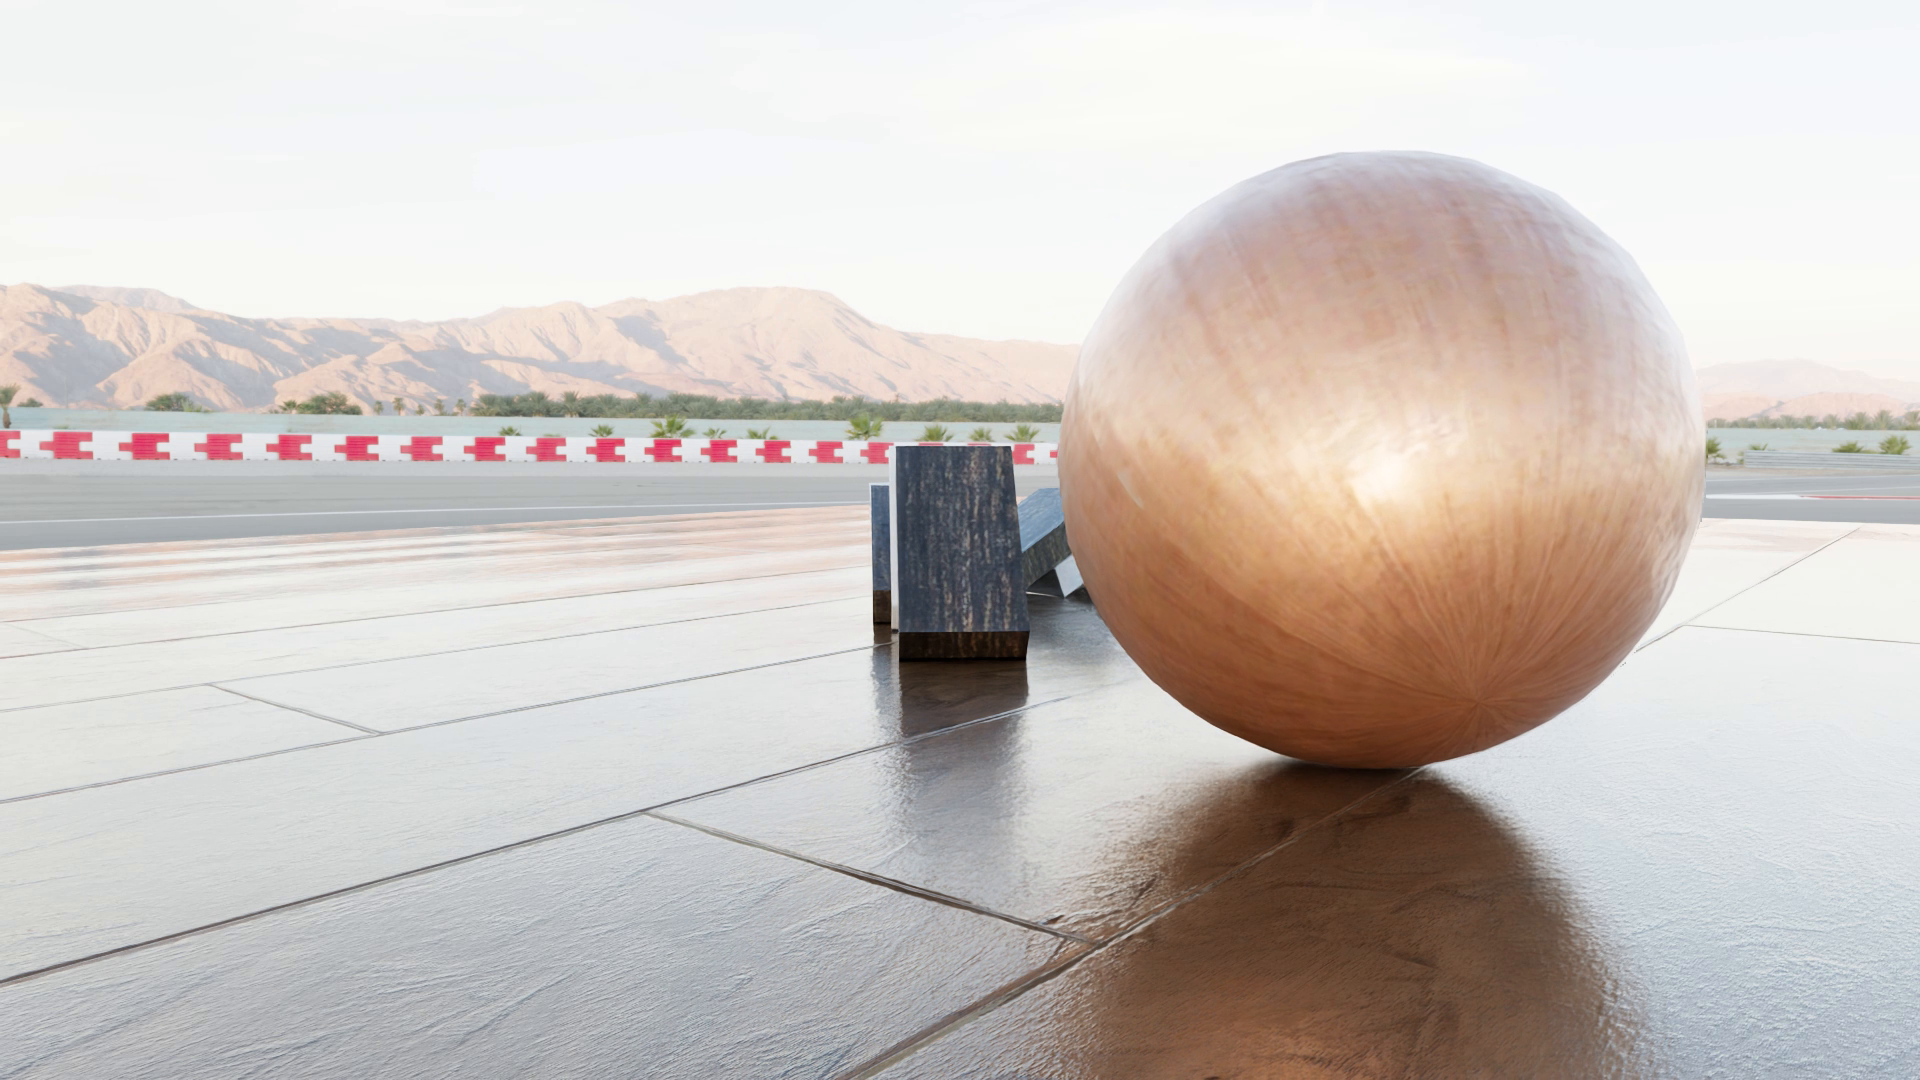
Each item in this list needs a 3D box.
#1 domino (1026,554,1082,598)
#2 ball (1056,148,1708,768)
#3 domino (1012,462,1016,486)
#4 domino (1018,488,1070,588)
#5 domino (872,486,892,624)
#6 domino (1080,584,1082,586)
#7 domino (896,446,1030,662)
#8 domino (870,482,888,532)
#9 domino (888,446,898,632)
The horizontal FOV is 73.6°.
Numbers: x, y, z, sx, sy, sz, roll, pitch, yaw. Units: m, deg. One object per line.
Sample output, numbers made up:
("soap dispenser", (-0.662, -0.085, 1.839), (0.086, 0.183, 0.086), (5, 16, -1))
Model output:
("domino", (0.036, -0.001, 0.377), (0.050, 0.009, 0.025), (-35, 25, -34))
("ball", (0.053, -0.010, 0.170), (0.080, 0.080, 0.080), (0, 4, 0))
("domino", (0.001, 0.000, 0.292), (0.025, 0.010, 0.050), (0, 49, -3))
("domino", (0.018, 0.001, 0.361), (0.025, 0.010, 0.050), (4, 31, 45))
("domino", (-0.010, 0.003, 0.323), (0.025, 0.010, 0.050), (0, 32, -4))
("domino", (0.056, -0.002, 0.391), (0.050, 0.009, 0.025), (-36, 27, -34))
("domino", (0.000, 0.002, 0.265), (0.025, 0.010, 0.050), (0, 49, -4))
("domino", (-0.011, 0.001, 0.344), (0.025, 0.009, 0.050), (-2, 32, -6))
("domino", (-0.004, -0.001, 0.305), (0.025, 0.050, 0.009), (0, -41, -4))
